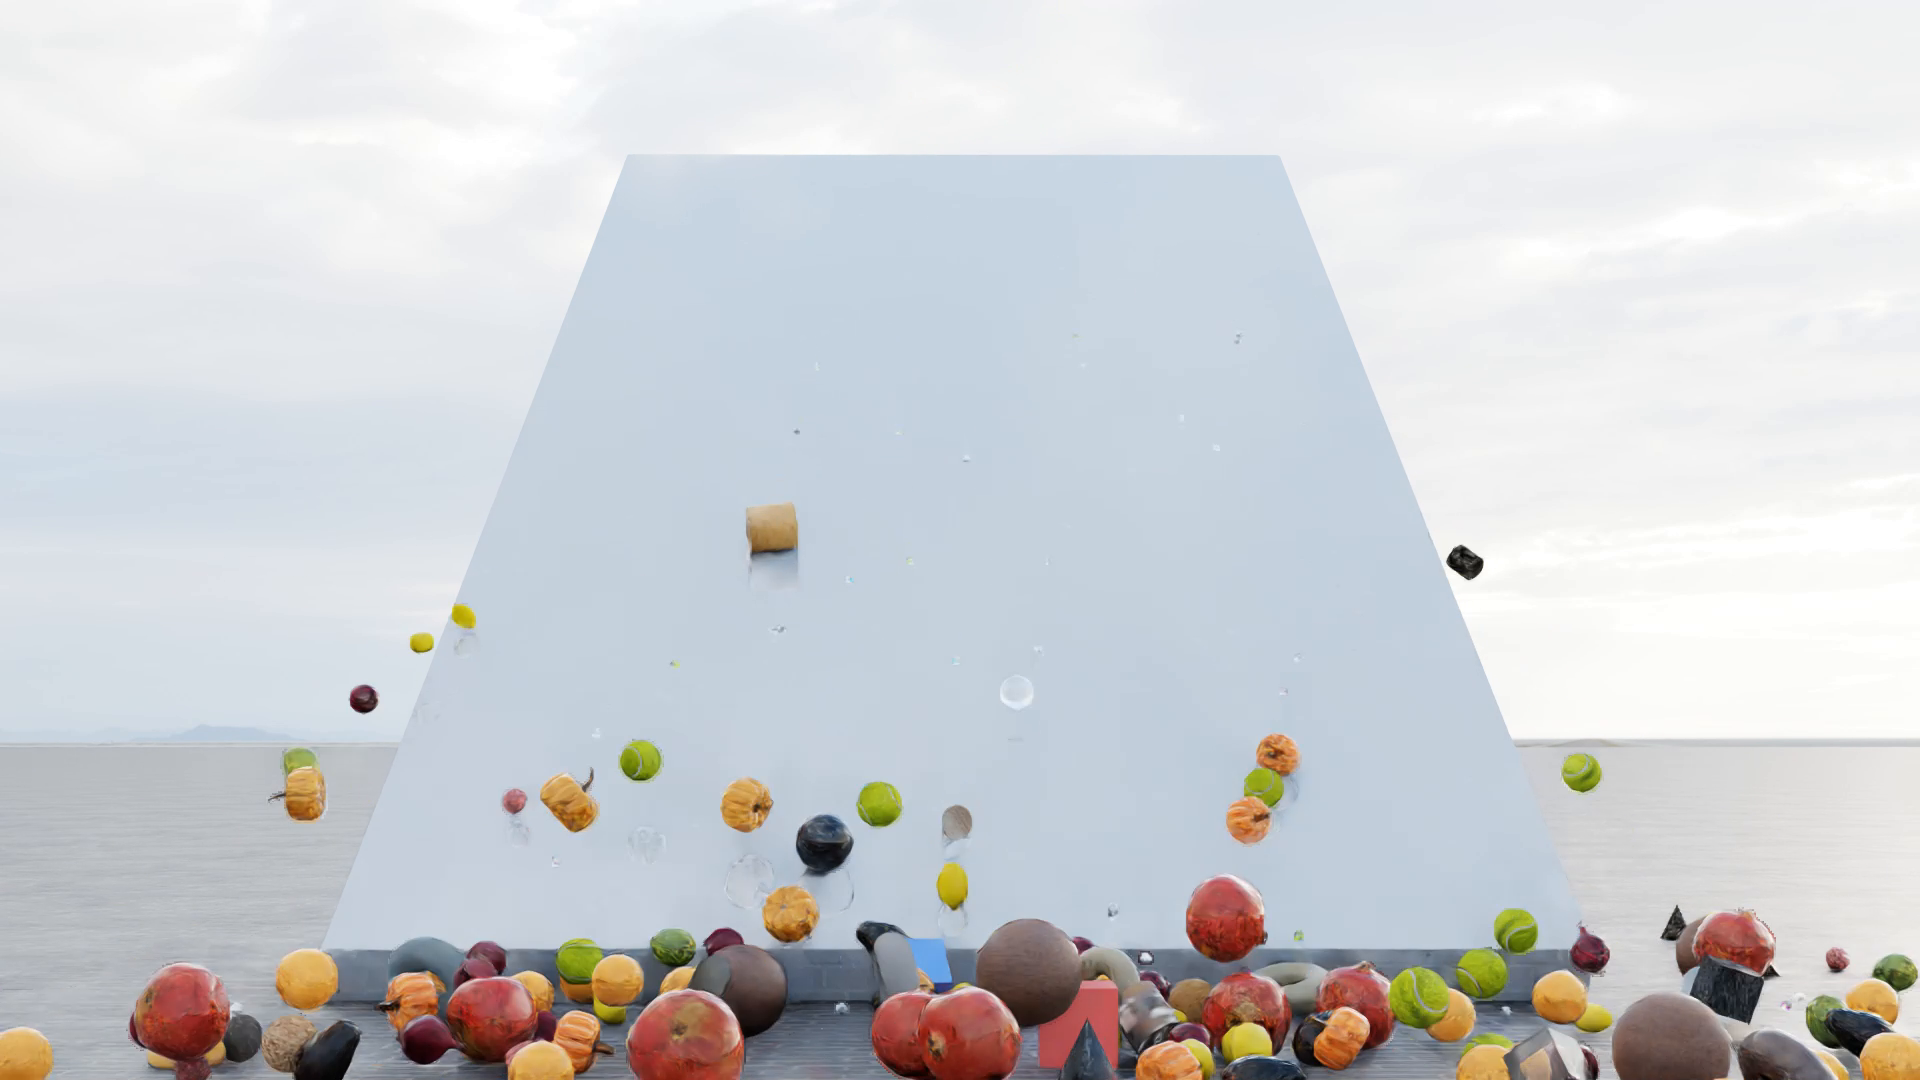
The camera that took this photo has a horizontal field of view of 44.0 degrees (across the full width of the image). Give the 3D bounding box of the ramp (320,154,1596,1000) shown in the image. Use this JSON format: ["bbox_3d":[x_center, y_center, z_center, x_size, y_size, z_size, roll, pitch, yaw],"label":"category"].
[{"bbox_3d":[-0.011,-0.226,5.526,2.000,0.100,4.000,0,27,0],"label":"ramp"}]

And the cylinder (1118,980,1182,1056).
[{"bbox_3d":[0.242,0.624,3.097,0.070,0.070,0.070,-24,-34,-18],"label":"cylinder"}]

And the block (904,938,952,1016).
[{"bbox_3d":[-0.067,0.655,3.550,0.082,0.082,0.082,1,-46,-16],"label":"block"}]

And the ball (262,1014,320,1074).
[{"bbox_3d":[-0.803,0.605,2.850,0.069,0.069,0.069,0,-5,0],"label":"ball"}]

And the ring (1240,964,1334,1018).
[{"bbox_3d":[0.492,0.677,3.572,0.143,0.048,0.143,-10,10,2],"label":"ring"}]

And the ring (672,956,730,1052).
[{"bbox_3d":[-0.343,0.614,3.138,0.045,0.135,0.135,23,-4,3],"label":"ring"}]

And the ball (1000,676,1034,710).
[{"bbox_3d":[0.104,0.281,4.358,0.065,0.065,0.065,0,-5,0],"label":"ball"}]

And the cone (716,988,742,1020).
[{"bbox_3d":[-0.342,0.670,3.485,0.052,0.052,0.052,-22,-4,-2],"label":"cone"}]

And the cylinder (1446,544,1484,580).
[{"bbox_3d":[1.033,0.046,4.852,0.054,0.054,0.054,5,28,-49],"label":"cylinder"}]

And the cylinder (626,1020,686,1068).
[{"bbox_3d":[-0.383,0.636,2.994,0.055,0.055,0.055,-1,-5,23],"label":"cylinder"}]

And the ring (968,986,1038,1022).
[{"bbox_3d":[0.082,0.684,3.495,0.143,0.048,0.143,0,-9,0],"label":"ring"}]

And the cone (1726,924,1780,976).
[{"bbox_3d":[1.378,0.745,4.190,0.098,0.098,0.098,-30,-15,17],"label":"cone"}]

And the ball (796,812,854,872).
[{"bbox_3d":[-0.223,0.496,3.902,0.096,0.096,0.096,0,-5,0],"label":"ball"}]

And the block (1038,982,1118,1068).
[{"bbox_3d":[0.150,0.620,3.040,0.098,0.098,0.098,0,-5,0],"label":"block"}]

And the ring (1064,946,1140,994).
[{"bbox_3d":[0.201,0.641,3.384,0.123,0.123,0.041,-4,-20,36],"label":"ring"}]

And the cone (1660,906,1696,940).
[{"bbox_3d":[1.493,0.795,4.940,0.070,0.070,0.070,0,-5,0],"label":"cone"}]

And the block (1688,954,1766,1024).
[{"bbox_3d":[1.091,0.638,3.376,0.068,0.068,0.068,17,4,-3],"label":"block"}]

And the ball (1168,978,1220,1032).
[{"bbox_3d":[0.331,0.659,3.364,0.075,0.075,0.075,0,-5,0],"label":"ball"}]

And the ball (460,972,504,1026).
[{"bbox_3d":[-0.700,0.664,3.439,0.078,0.078,0.078,0,-5,0],"label":"ball"}]

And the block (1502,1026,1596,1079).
[{"bbox_3d":[0.624,0.562,2.507,0.061,0.061,0.061,29,-60,-38],"label":"block"}]

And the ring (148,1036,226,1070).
[{"bbox_3d":[-0.983,0.652,3.016,0.096,0.032,0.096,1,-4,0],"label":"ring"}]

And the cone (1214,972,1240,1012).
[{"bbox_3d":[0.410,0.675,3.591,0.055,0.055,0.055,22,-35,16],"label":"cone"}]

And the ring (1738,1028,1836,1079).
[{"bbox_3d":[0.809,0.533,2.289,0.047,0.141,0.141,-33,0,-9],"label":"ring"}]

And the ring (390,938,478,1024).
[{"bbox_3d":[-0.749,0.628,3.376,0.139,0.139,0.046,-2,27,26],"label":"ring"}]

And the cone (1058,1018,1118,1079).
[{"bbox_3d":[0.151,0.610,2.821,0.082,0.082,0.082,0,-5,0],"label":"cone"}]

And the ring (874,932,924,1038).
[{"bbox_3d":[-0.084,0.608,3.245,0.049,0.146,0.146,-10,-3,-10],"label":"ring"}]

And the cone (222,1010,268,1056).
[{"bbox_3d":[-0.917,0.648,3.076,0.061,0.061,0.061,0,-28,4],"label":"cone"}]
